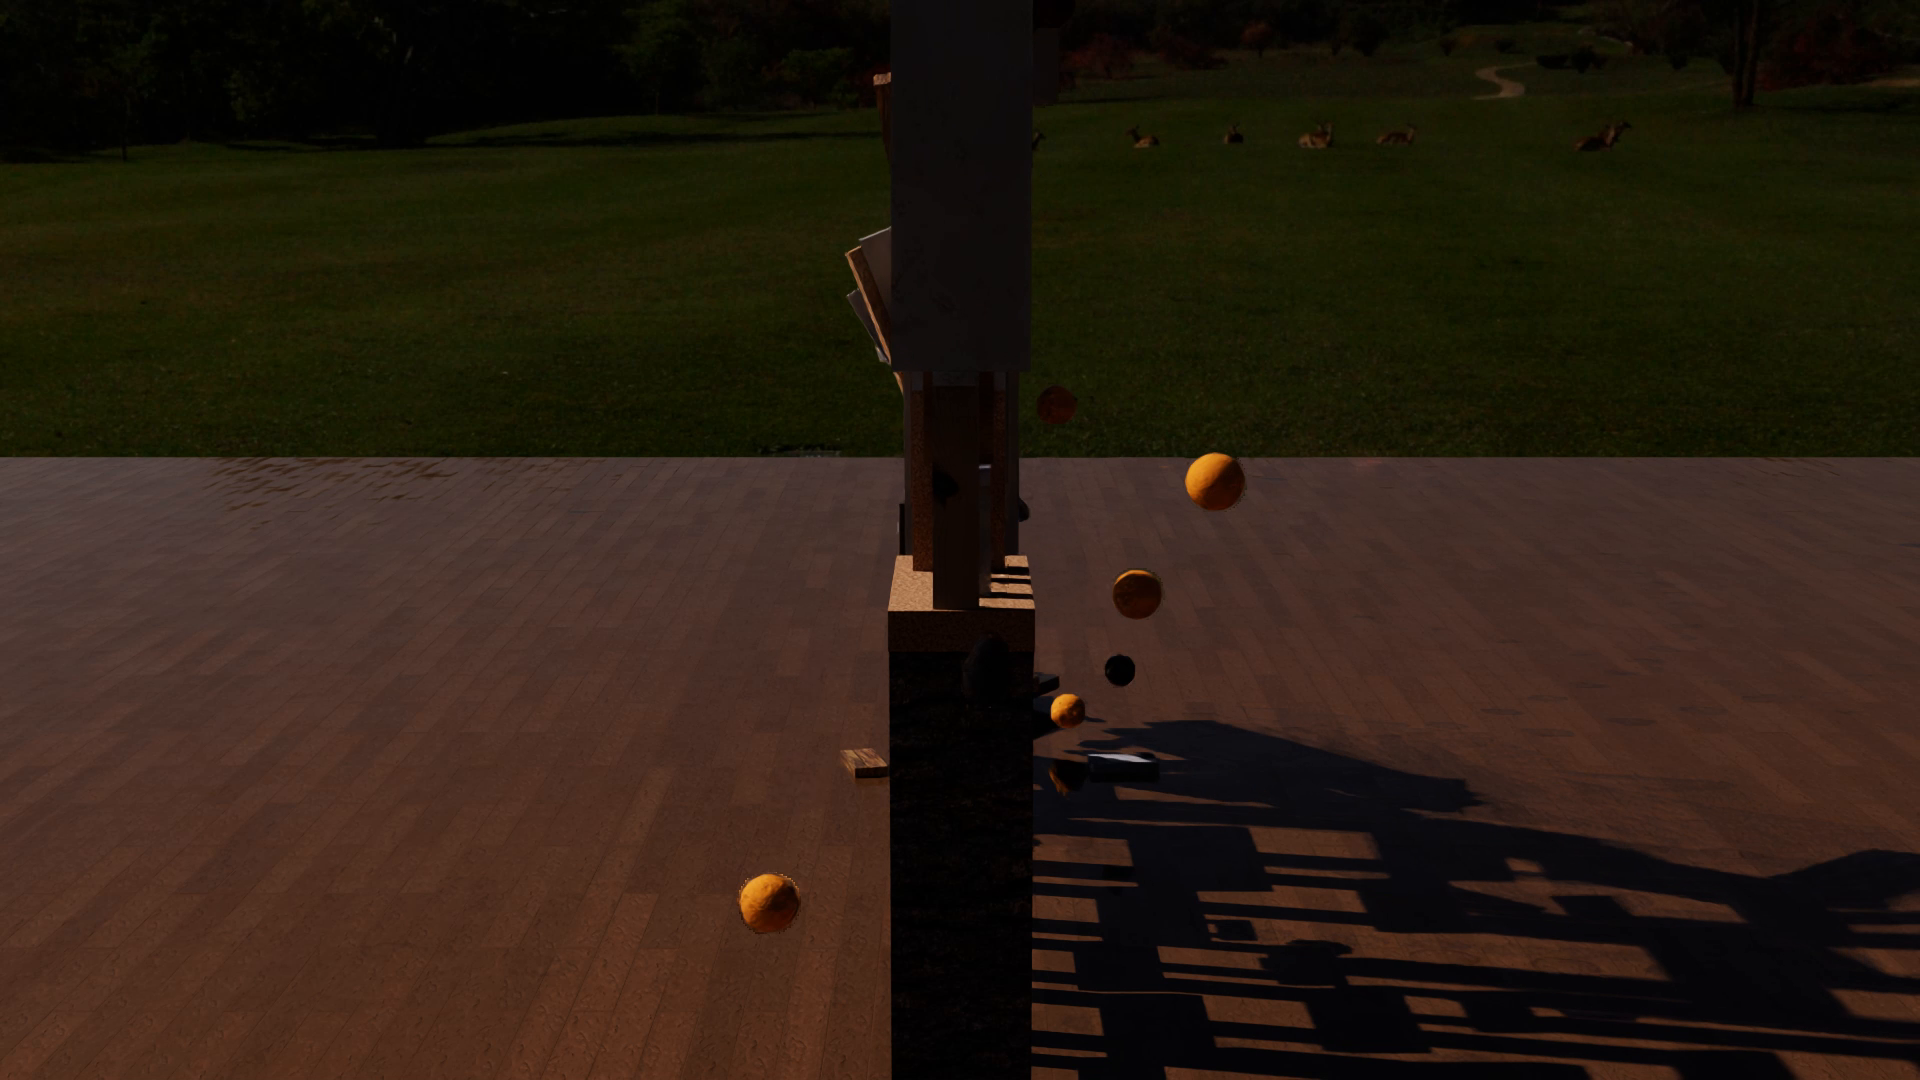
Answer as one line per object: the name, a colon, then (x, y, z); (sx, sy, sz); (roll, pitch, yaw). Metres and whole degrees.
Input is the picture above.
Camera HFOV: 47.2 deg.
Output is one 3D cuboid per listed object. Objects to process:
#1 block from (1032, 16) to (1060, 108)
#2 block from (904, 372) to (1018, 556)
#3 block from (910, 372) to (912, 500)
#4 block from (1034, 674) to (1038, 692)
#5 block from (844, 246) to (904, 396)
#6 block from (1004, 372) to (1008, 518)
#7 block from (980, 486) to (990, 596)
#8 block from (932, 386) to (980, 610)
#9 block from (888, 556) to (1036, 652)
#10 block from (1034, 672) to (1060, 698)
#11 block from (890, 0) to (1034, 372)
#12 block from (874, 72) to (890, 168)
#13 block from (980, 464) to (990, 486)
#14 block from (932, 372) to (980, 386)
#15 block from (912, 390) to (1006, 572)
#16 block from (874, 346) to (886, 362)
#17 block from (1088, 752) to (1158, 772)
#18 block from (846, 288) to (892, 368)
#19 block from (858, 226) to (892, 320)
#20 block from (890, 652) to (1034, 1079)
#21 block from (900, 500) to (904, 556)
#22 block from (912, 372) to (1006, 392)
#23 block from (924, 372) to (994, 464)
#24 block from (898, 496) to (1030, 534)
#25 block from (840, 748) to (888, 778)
block: (0.054, -0.815, 3.828); (0.294, 0.147, 0.042); (-22, 34, -38)
block: (0.002, -0.114, 3.327); (0.171, 0.540, 0.049); (0, 12, 1)
block: (-0.004, -0.367, 3.196); (0.139, 0.646, 0.039); (0, 12, 0)
block: (0.052, 0.322, 4.693); (0.118, 0.034, 0.237); (11, 18, 34)
block: (-0.084, -0.415, 4.012); (0.147, 0.294, 0.042); (-24, 12, -9)
block: (0.003, -0.285, 3.126); (0.130, 0.512, 0.037); (0, 10, 0)
block: (0.002, -0.002, 2.760); (0.071, 0.141, 0.020); (0, 11, 0)
block: (-0.005, -0.052, 2.664); (0.057, 0.275, 0.016); (0, 11, 0)
block: (0.002, 0.079, 2.854); (0.179, 0.051, 0.358); (0, 10, 0)
block: (0.129, 0.324, 4.843); (0.097, 0.028, 0.194); (8, 12, 31)
block: (0.002, -0.462, 2.605); (0.166, 0.520, 0.047); (0, 10, 1)
block: (-0.036, -0.608, 3.787); (0.155, 0.421, 0.044); (-9, 34, 3)
block: (0.003, -0.090, 2.791); (0.071, 0.020, 0.141); (0, 11, 0)
block: (-0.005, -0.202, 2.674); (0.057, 0.016, 0.113); (0, 10, 0)
block: (-0.002, -0.081, 2.910); (0.121, 0.243, 0.034); (0, 11, 0)
block: (-0.063, -0.380, 4.273); (0.113, 0.032, 0.227); (-22, -6, 24)
block: (0.326, 0.445, 4.396); (0.134, 0.019, 0.067); (-1, 11, -5)
block: (-0.102, -0.384, 4.063); (0.113, 0.227, 0.032); (-33, 11, -3)
block: (-0.052, -0.423, 3.954); (0.155, 0.310, 0.044); (-22, 13, 1)
block: (0.002, 0.433, 2.797); (0.179, 0.626, 0.051); (0, 10, 0)
block: (-0.030, 0.090, 4.147); (0.164, 0.328, 0.046); (0, 9, 1)
block: (-0.002, -0.232, 2.964); (0.121, 0.034, 0.243); (0, 11, 0)
block: (-0.002, -0.243, 2.759); (0.088, 0.293, 0.025); (0, 11, 0)
block: (0.006, -0.039, 4.401); (0.237, 0.118, 0.034); (-29, 32, 18)
block: (-0.192, 0.445, 4.395); (0.067, 0.019, 0.134); (-3, 11, -15)
